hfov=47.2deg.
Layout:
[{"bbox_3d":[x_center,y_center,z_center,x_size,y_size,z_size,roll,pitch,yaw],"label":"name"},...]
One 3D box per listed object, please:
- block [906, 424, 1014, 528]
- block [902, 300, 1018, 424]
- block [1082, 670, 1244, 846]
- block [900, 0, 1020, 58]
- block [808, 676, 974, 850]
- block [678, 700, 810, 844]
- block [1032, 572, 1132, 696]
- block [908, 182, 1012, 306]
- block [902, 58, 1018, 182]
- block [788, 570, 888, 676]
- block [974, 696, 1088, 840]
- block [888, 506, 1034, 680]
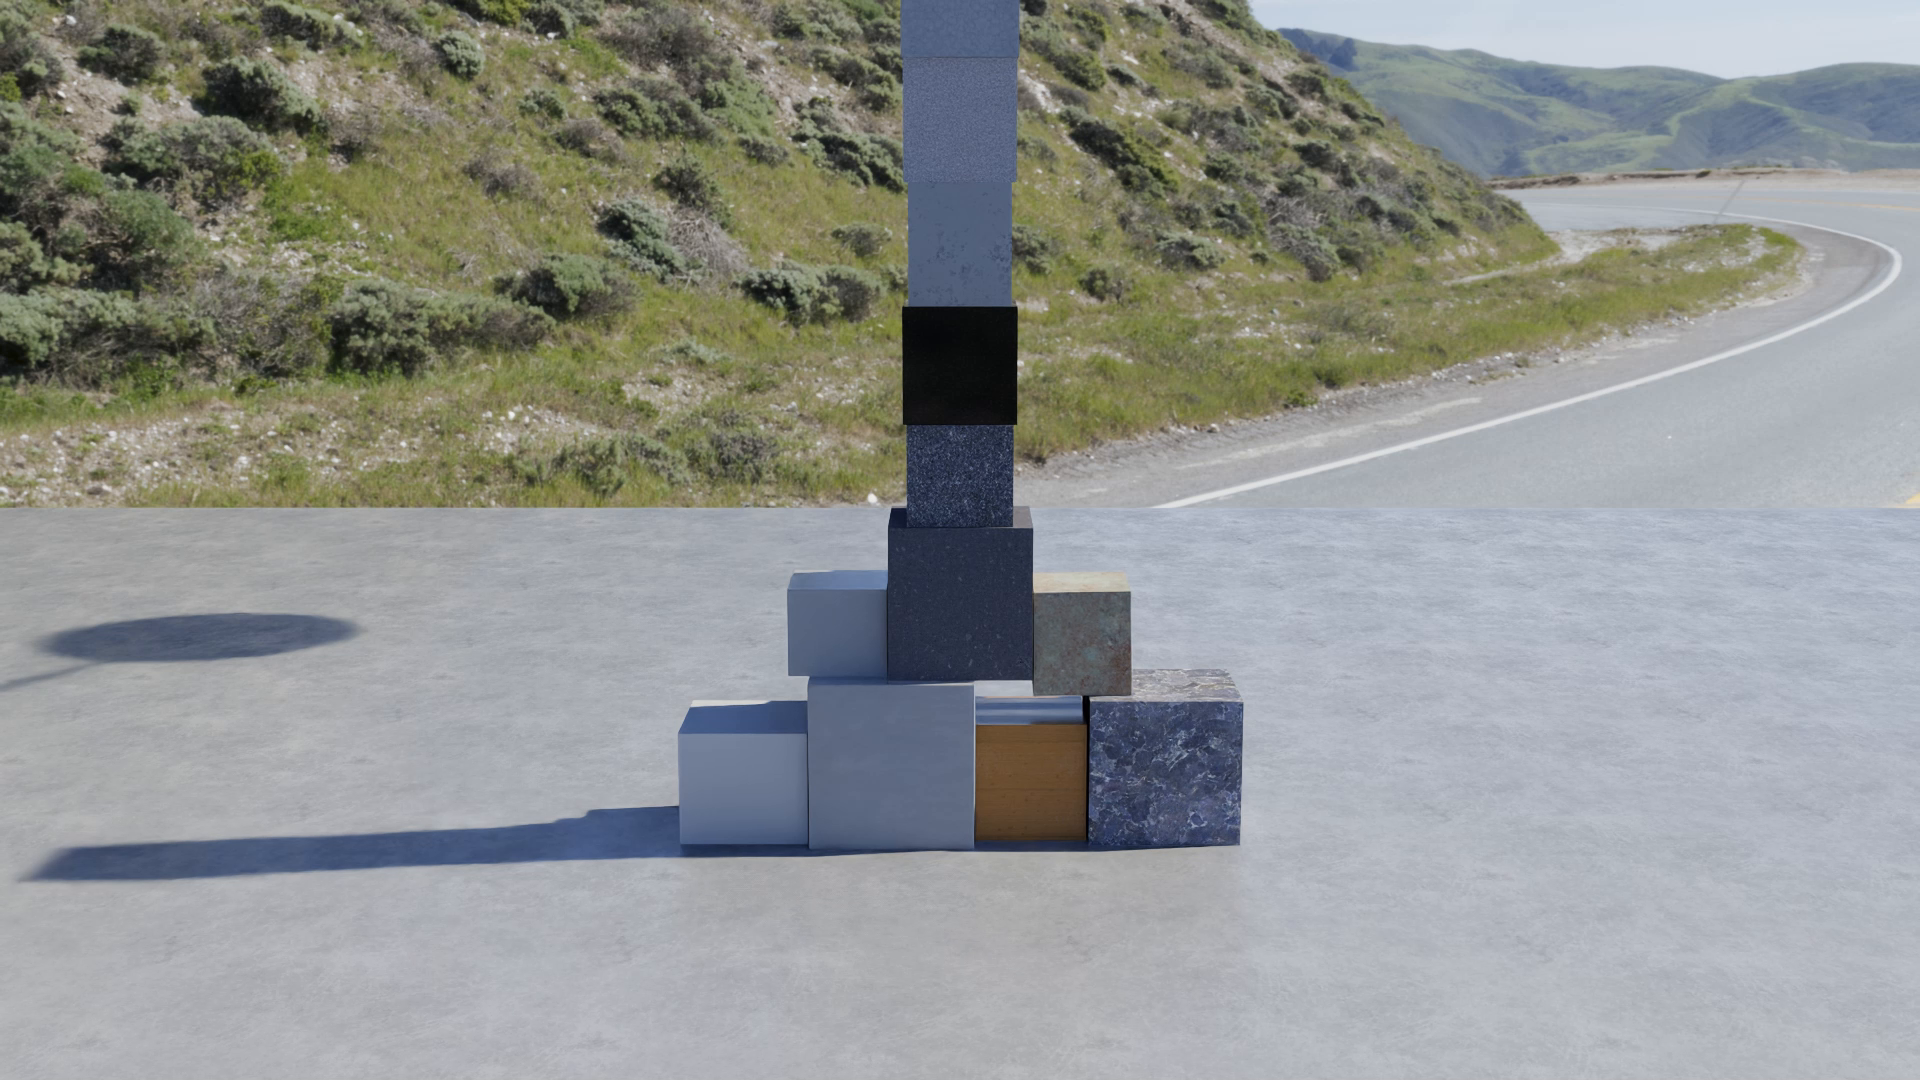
[{"bbox_3d":[0.000,-0.364,11.110,0.525,0.506,0.575,0,10,0],"label":"block"},{"bbox_3d":[0.000,-0.897,11.007,0.563,0.579,0.523,0,10,0],"label":"block"},{"bbox_3d":[1.032,1.111,11.367,0.765,0.747,0.684,0,10,0],"label":"block"},{"bbox_3d":[0.000,-2.584,10.692,0.564,0.482,0.539,0,10,0],"label":"block"},{"bbox_3d":[-0.343,1.061,11.364,0.825,0.846,0.828,0,10,0],"label":"block"},{"bbox_3d":[-1.090,1.194,11.389,0.648,0.576,0.665,0,10,0],"label":"block"},{"bbox_3d":[0.613,0.477,11.285,0.492,0.533,0.506,-1,10,0],"label":"block"},{"bbox_3d":[0.000,-1.476,10.903,0.502,0.597,0.504,0,10,0],"label":"block"},{"bbox_3d":[0.000,-2.060,10.803,0.547,0.589,0.526,0,10,0],"label":"block"},{"bbox_3d":[-0.615,0.421,11.276,0.498,0.445,0.506,0,10,0],"label":"block"},{"bbox_3d":[0.359,1.176,11.392,0.560,0.609,0.573,0,10,0],"label":"block"},{"bbox_3d":[0.003,0.261,11.242,0.718,0.772,0.680,0,10,0],"label":"block"}]
